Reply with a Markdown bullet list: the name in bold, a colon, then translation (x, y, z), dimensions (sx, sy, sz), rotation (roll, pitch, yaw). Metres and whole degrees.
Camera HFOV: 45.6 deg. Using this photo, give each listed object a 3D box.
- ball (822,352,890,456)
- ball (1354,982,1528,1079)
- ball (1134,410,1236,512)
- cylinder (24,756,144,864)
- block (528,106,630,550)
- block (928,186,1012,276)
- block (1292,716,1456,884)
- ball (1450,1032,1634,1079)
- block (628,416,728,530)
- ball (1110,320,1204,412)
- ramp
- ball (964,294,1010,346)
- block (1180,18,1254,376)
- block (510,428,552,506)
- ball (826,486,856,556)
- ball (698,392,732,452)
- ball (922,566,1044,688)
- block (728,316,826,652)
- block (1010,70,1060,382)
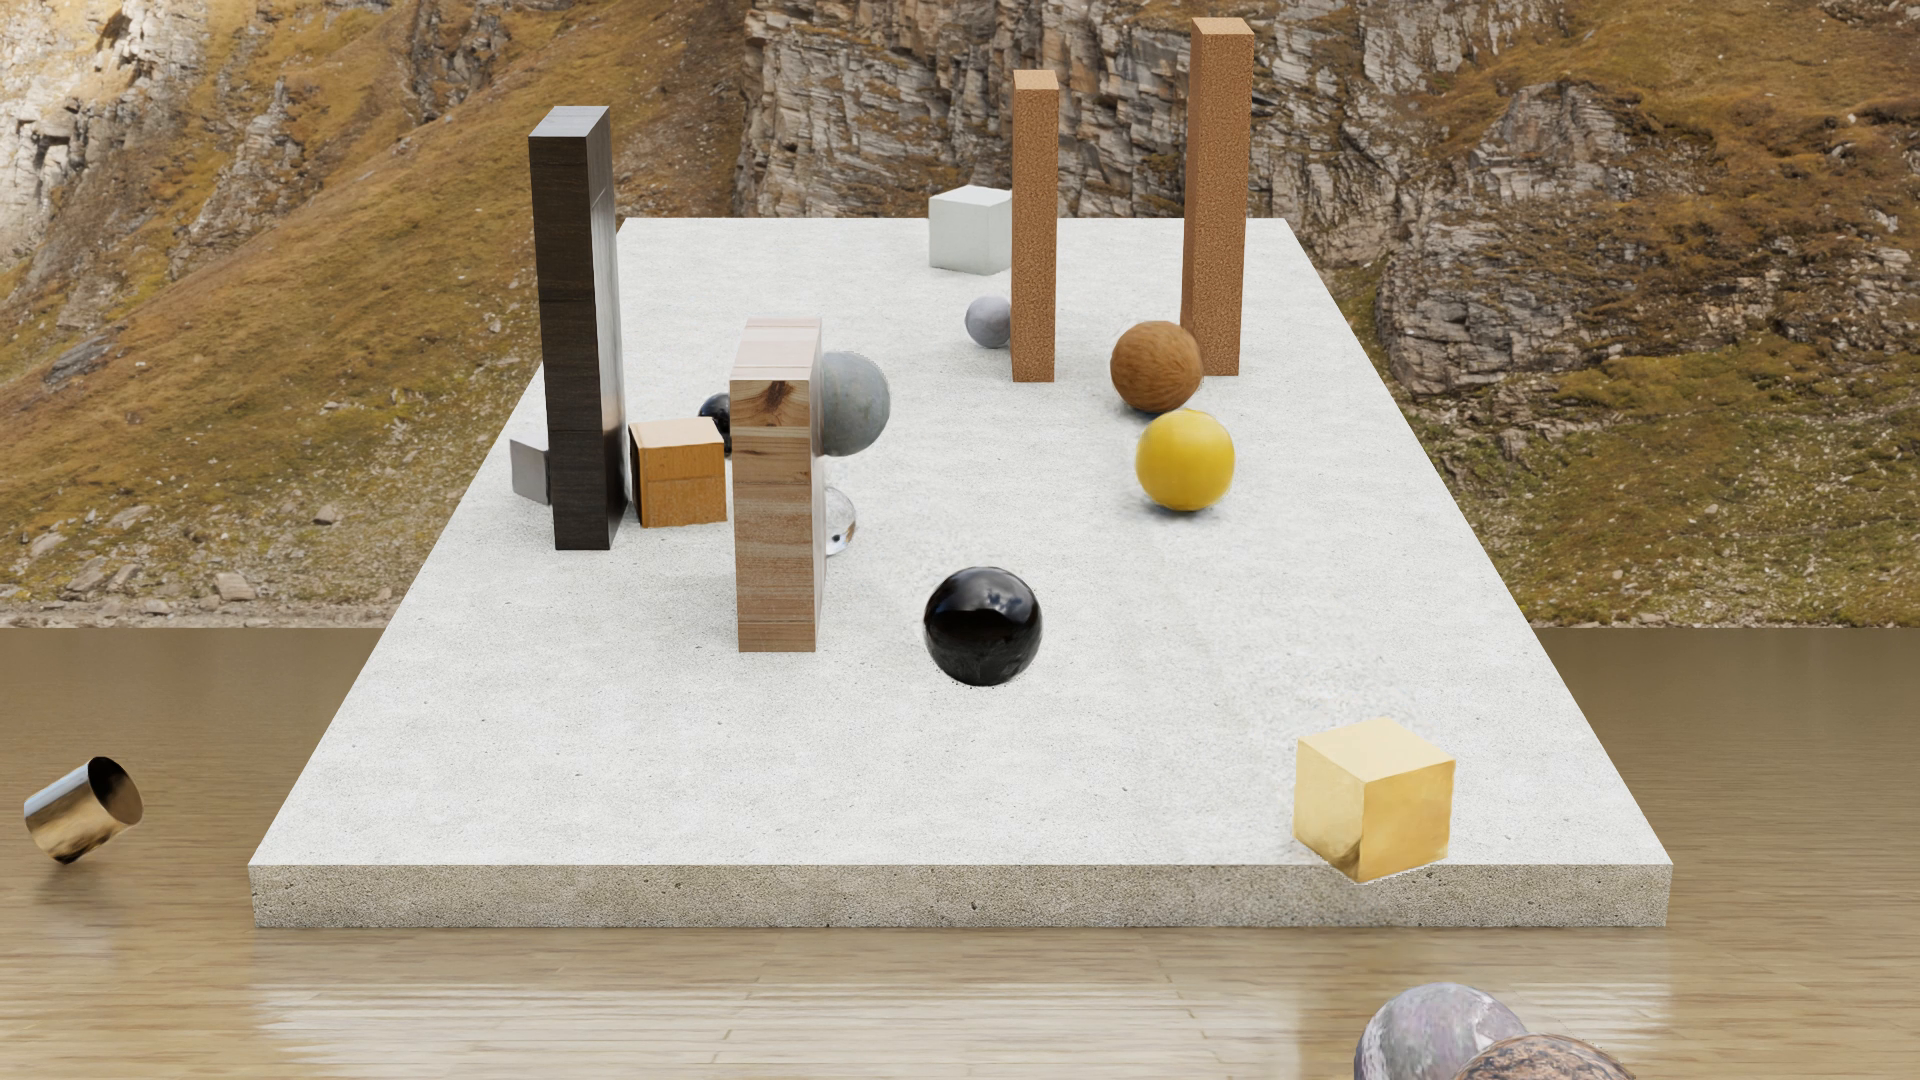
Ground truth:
- **ball**: translation (-0.236, -0.262, 4.408), dimensions (0.203, 0.203, 0.203), rotation (0, -2, 0)
- **ball**: translation (0.386, 0.425, 1.809), dimensions (0.146, 0.146, 0.146), rotation (0, -2, 0)
- **ball**: translation (0.446, -0.158, 4.518), dimensions (0.203, 0.203, 0.203), rotation (0, -2, 0)
- **cylinder**: translation (-1.565, 0.482, 4.076), dimensions (0.141, 0.141, 0.141), rotation (-31, -7, 8)
- **block**: translation (-0.717, -0.402, 4.330), dimensions (0.103, 0.789, 0.297), rotation (0, 21, 0)
- **block**: translation (0.050, -0.863, 6.361), dimensions (0.197, 0.197, 0.197), rotation (13, 25, 31)
- **block**: translation (0.583, 0.365, 3.223), dimensions (0.156, 0.156, 0.156), rotation (-11, 23, -26)
- **ball**: translation (0.399, 0.413, 1.554), dimensions (0.152, 0.152, 0.152), rotation (0, -2, 0)
- **block**: translation (-0.558, -0.134, 4.503), dimensions (0.165, 0.165, 0.165), rotation (-5, 22, -14)
- **ball**: translation (0.440, -0.389, 5.112), dimensions (0.209, 0.209, 0.209), rotation (0, -2, 0)
- **ramp**: translation (-0.006, -0.215, 5.086), dimensions (2.000, 0.100, 4.000), rotation (0, 21, 0)
- **ball**: translation (0.075, -0.540, 5.614), dimensions (0.129, 0.129, 0.129), rotation (0, -2, 0)
- **block**: translation (0.602, -0.807, 5.379), dimensions (0.116, 0.799, 0.255), rotation (0, 21, 0)
- **block**: translation (-0.825, -0.150, 4.613), dimensions (0.116, 0.116, 0.116), rotation (19, 28, 40)
- **ball**: translation (-0.263, -0.036, 4.288), dimensions (0.137, 0.137, 0.137), rotation (0, -2, 0)
- **ball**: translation (-0.496, -0.252, 4.861), dimensions (0.129, 0.129, 0.129), rotation (0, -2, 0)
- **ball**: translation (0.038, 0.141, 3.741), dimensions (0.200, 0.200, 0.200), rotation (0, -2, 0)
- **block**: translation (-0.312, -0.104, 3.981), dimensions (0.131, 0.484, 0.387), rotation (0, 21, 0)
- **block**: translation (0.173, -0.737, 5.352), dimensions (0.097, 0.684, 0.264), rotation (0, 21, 0)
